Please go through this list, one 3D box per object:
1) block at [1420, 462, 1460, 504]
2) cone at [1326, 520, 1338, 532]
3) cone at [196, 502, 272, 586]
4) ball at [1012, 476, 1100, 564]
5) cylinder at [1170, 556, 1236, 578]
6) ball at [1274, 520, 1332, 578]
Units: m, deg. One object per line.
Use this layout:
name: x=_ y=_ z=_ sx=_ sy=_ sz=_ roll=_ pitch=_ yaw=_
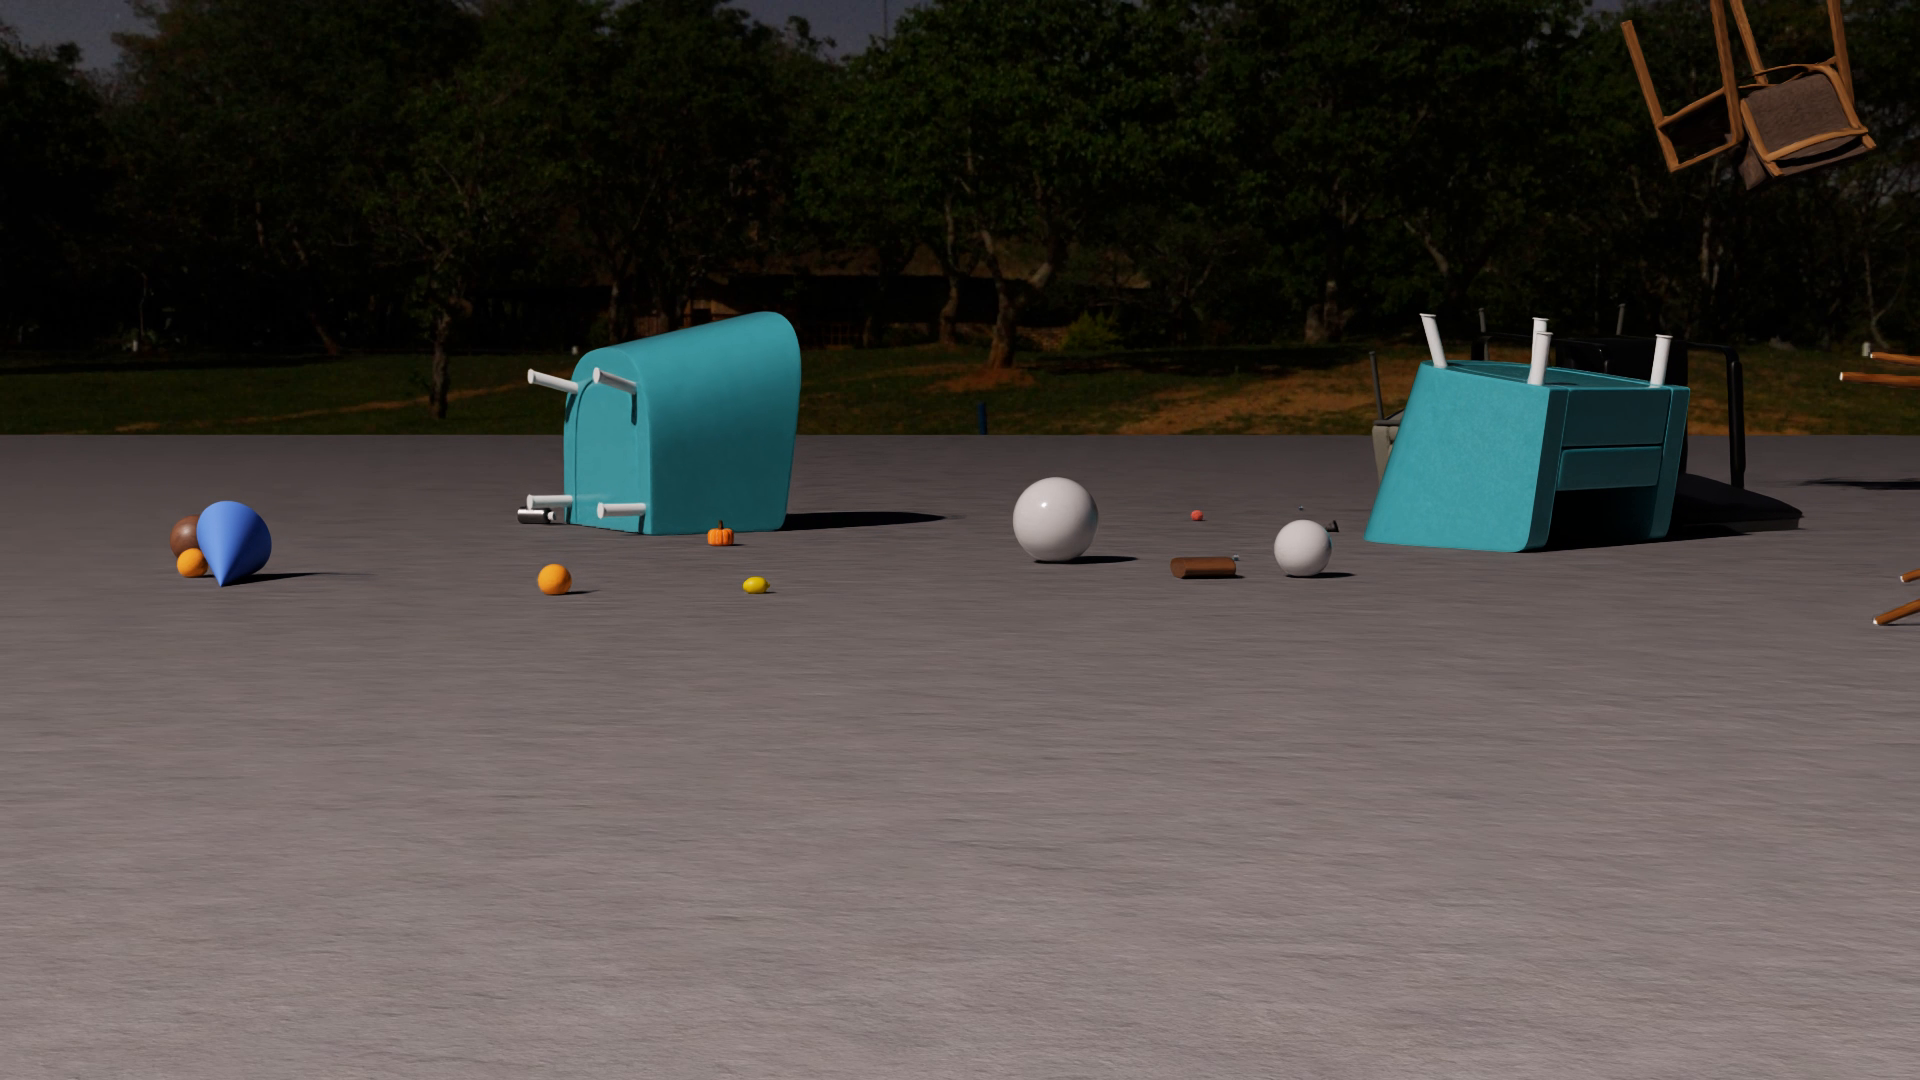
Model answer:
block: x=1.915 y=-0.229 z=8.760 sx=0.126 sy=0.153 sz=0.233 roll=0 pitch=4 yaw=6
cone: x=1.159 y=-0.035 z=6.921 sx=0.053 sy=0.040 sz=0.065 roll=-23 pitch=-5 yaw=18
cone: x=-1.704 y=0.052 z=5.117 sx=0.165 sy=0.198 sz=0.284 roll=-21 pitch=25 yaw=-2
ball: x=0.248 y=-0.052 z=5.674 sx=0.223 sy=0.223 sz=0.223 roll=0 pitch=4 yaw=0
cylinder: x=0.579 y=0.065 z=5.245 sx=0.125 sy=0.048 sz=0.122 roll=-1 pitch=4 yaw=-12
ball: x=0.818 y=0.020 z=5.241 sx=0.139 sy=0.139 sz=0.139 roll=0 pitch=4 yaw=0
